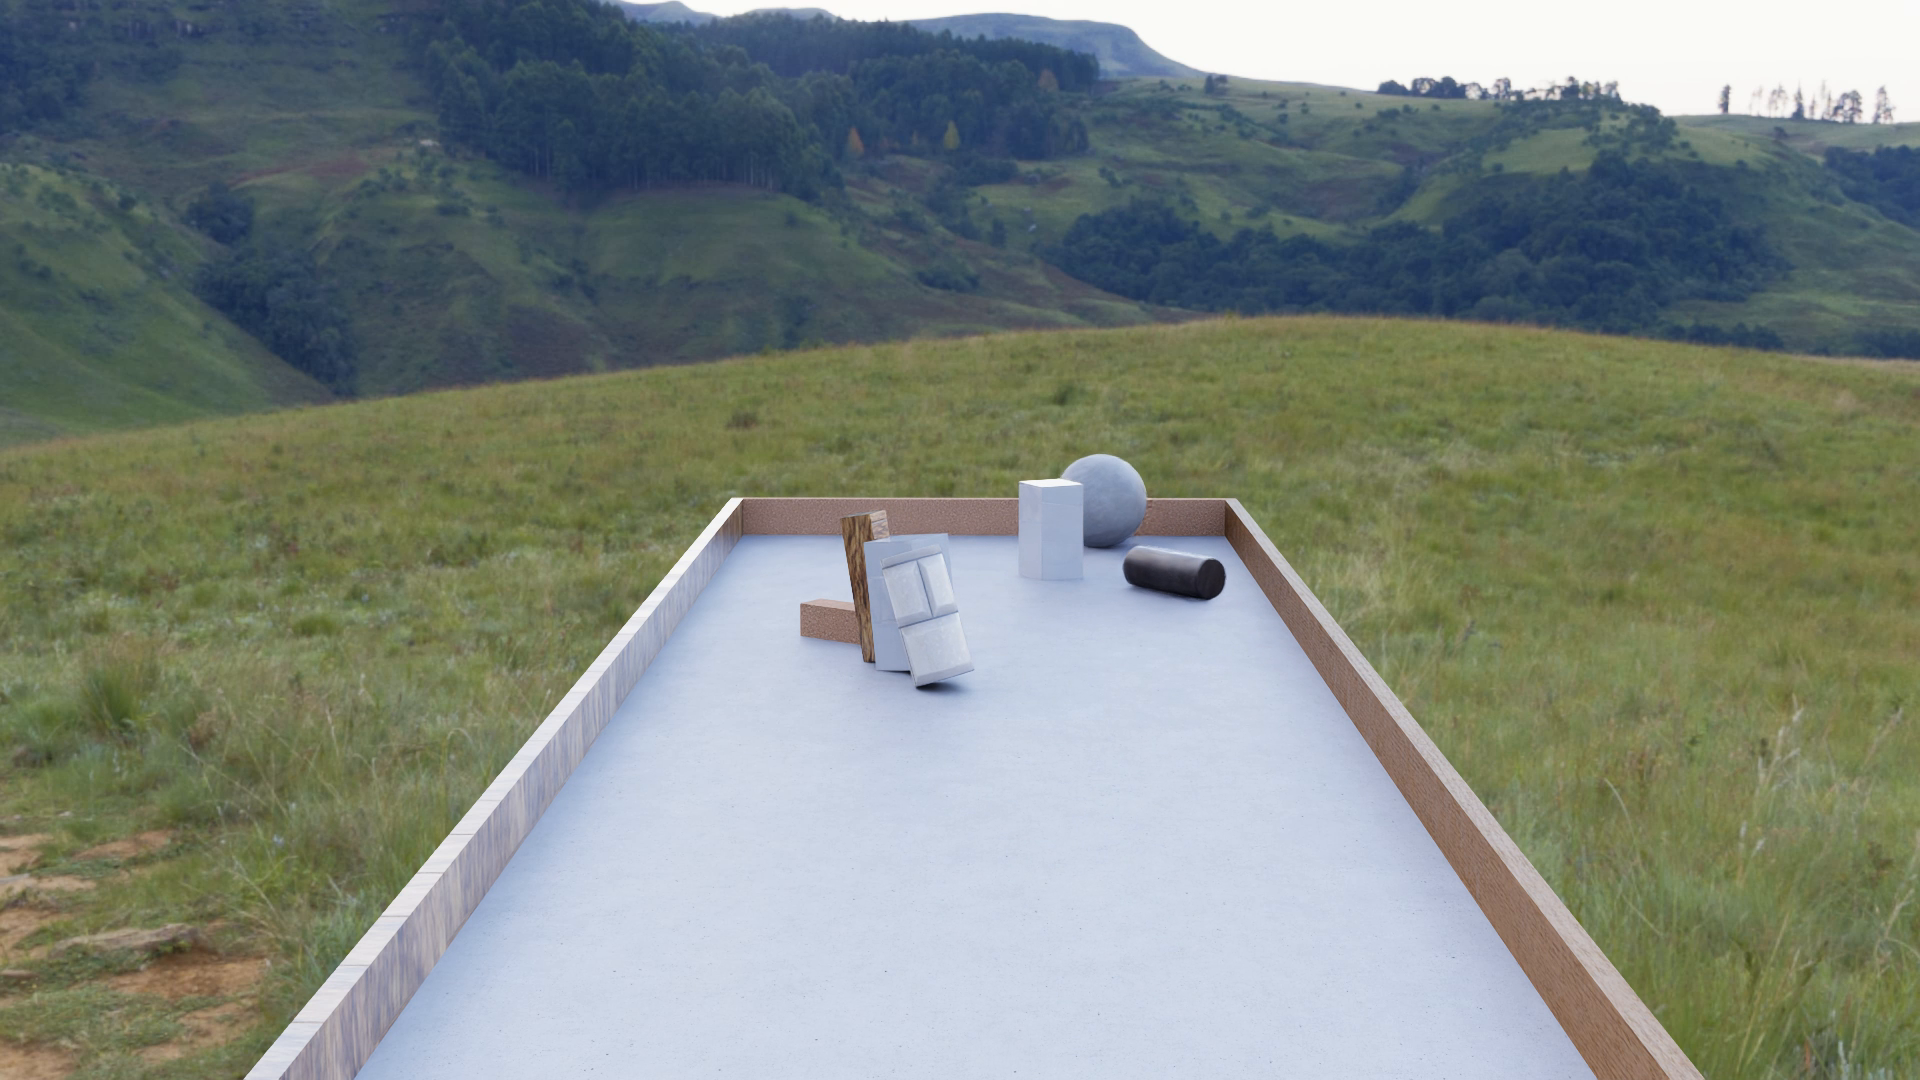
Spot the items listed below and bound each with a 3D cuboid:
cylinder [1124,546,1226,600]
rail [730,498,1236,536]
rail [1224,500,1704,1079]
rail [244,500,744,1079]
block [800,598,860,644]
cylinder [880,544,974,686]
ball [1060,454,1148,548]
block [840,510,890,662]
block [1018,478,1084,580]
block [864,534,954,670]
[{"bbox_3d":[0.760,0.115,7.818,0.145,0.145,0.367,-7,12,-39],"label":"cylinder"},{"bbox_3d":[0.099,-0.098,9.147,2.100,0.150,0.050,0,9,1],"label":"rail"},{"bbox_3d":[1.046,0.843,3.208,0.050,0.150,12.000,0,9,1],"label":"rail"},{"bbox_3d":[-1.004,0.839,3.234,0.050,0.150,12.000,0,9,1],"label":"rail"},{"bbox_3d":[-0.318,0.267,6.985,0.400,0.107,0.107,6,11,34],"label":"block"},{"bbox_3d":[-0.094,0.216,6.321,0.179,0.377,0.179,-16,-2,0],"label":"cylinder"},{"bbox_3d":[0.564,-0.158,8.813,0.373,0.373,0.373,0,9,0],"label":"ball"},{"bbox_3d":[-0.259,0.139,6.678,0.103,0.444,0.103,-7,5,26],"label":"block"},{"bbox_3d":[0.336,-0.040,8.152,0.175,0.347,0.175,-5,10,-26],"label":"block"},{"bbox_3d":[-0.143,0.184,6.561,0.179,0.384,0.179,-2,6,37],"label":"block"}]
